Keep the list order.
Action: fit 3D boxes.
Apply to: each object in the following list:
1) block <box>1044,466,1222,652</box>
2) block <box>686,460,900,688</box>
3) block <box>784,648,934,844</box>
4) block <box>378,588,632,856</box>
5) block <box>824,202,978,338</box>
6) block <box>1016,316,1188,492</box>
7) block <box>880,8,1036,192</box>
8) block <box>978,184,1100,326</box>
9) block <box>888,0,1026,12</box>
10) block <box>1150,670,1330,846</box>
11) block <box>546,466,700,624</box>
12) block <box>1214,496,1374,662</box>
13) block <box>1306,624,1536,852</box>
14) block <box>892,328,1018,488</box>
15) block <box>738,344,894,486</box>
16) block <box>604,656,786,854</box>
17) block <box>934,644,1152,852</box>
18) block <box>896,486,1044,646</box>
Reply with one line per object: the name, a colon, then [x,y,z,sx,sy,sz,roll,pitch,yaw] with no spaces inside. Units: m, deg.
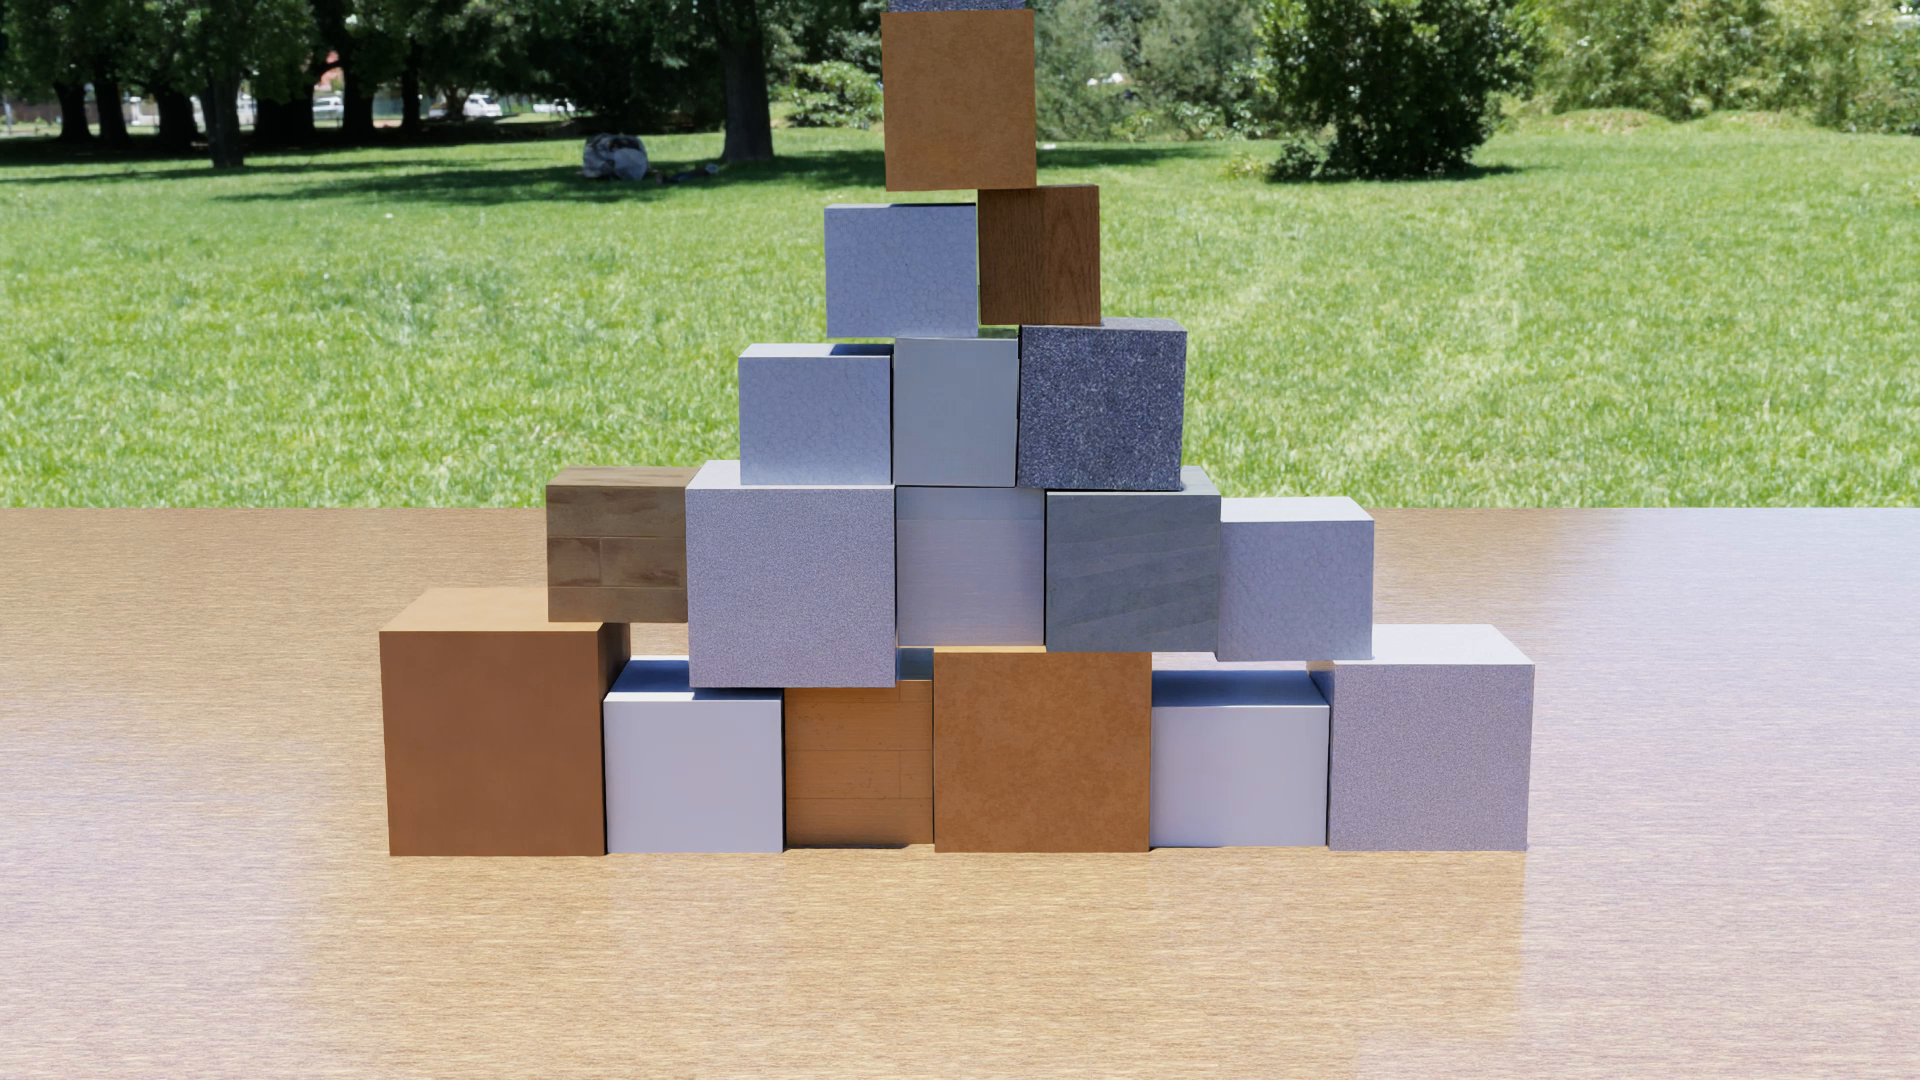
block: [0.846,0.079,11.204,0.844,0.782,0.971,0,10,0]
block: [-0.826,0.151,11.220,1.011,0.988,0.980,0,10,0]
block: [-0.507,1.054,11.389,0.738,0.850,0.723,0,10,0]
block: [-2.301,0.913,11.339,1.064,1.147,1.054,0,10,0]
block: [-0.283,-1.350,10.943,0.732,0.625,0.668,-1,10,0]
block: [0.688,-0.699,11.037,0.794,0.785,0.754,2,10,0]
block: [-0.003,-2.150,10.799,0.721,0.834,0.722,-1,10,0]
block: [0.386,-1.424,10.920,0.583,0.657,0.560,-1,10,0]
block: [-0.023,-2.955,10.659,0.641,0.801,0.713,-1,10,0]
block: [1.397,1.118,11.392,0.887,0.725,0.771,0,10,0]
block: [-1.687,0.013,11.170,0.701,0.687,0.659,1,10,0]
block: [1.655,0.189,11.197,0.765,0.706,0.715,-1,10,0]
block: [2.341,1.004,11.361,0.983,0.961,0.907,0,10,0]
block: [-0.023,-0.679,11.039,0.599,0.719,0.677,1,10,0]
block: [-0.707,-0.640,11.046,0.734,0.629,0.715,0,10,0]
block: [-1.322,1.091,11.383,0.873,0.781,0.973,0,10,0]
block: [0.408,0.971,11.355,1.071,1.027,0.954,0,10,0]
block: [0.052,0.071,11.195,0.724,0.801,0.703,0,10,0]
